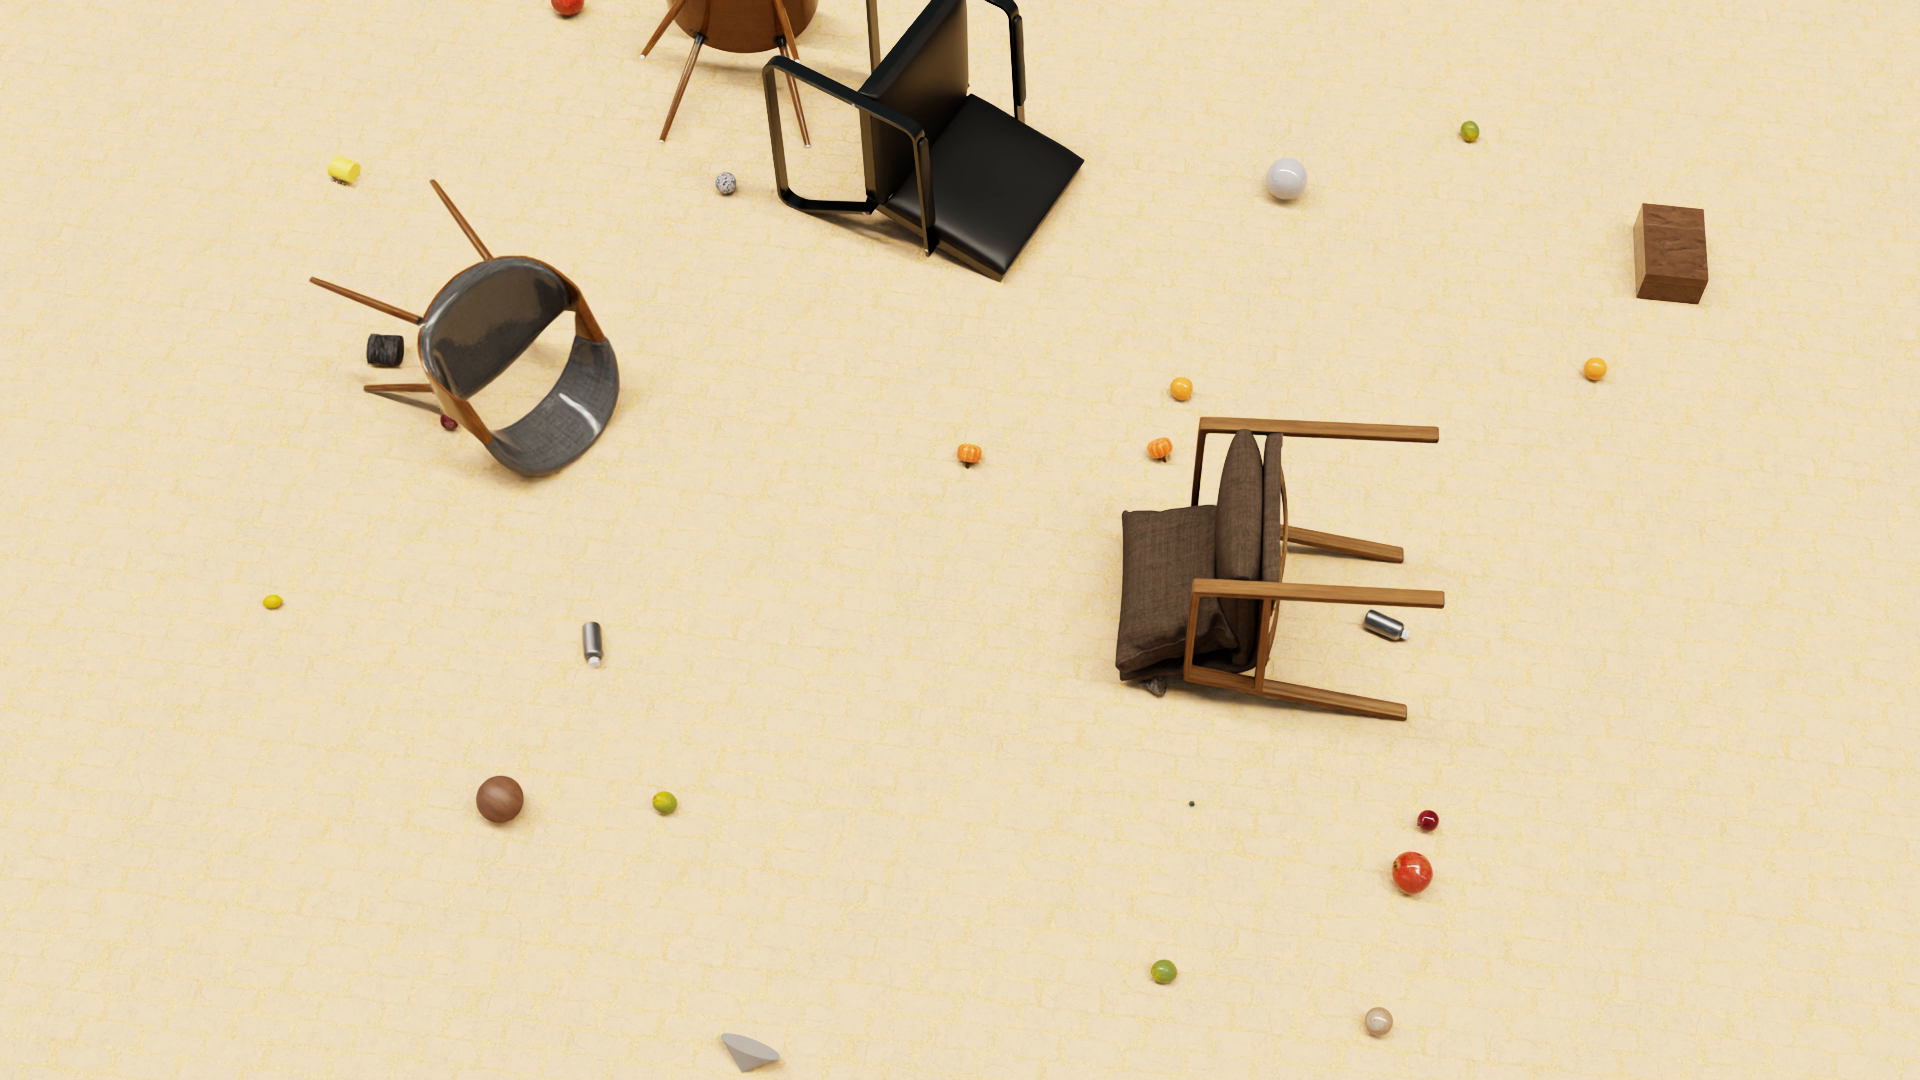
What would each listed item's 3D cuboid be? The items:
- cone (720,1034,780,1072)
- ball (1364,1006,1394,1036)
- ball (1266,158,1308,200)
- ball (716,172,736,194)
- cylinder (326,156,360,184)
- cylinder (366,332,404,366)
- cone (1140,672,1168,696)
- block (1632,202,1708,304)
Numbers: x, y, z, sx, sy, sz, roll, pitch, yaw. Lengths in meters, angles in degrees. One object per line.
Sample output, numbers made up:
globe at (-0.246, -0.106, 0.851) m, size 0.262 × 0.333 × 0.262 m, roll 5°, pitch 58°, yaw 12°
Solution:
cone at (-0.549, 1.336, 5.650) m, size 0.168 × 0.114 × 0.074 m, roll 19°, pitch 96°, yaw 18°
ball at (1.085, 1.246, 5.693) m, size 0.074 × 0.074 × 0.074 m, roll 0°, pitch 56°, yaw 0°
ball at (1.084, -1.199, 7.295) m, size 0.139 × 0.139 × 0.139 m, roll 0°, pitch 56°, yaw 0°
ball at (-0.780, -1.191, 7.330) m, size 0.071 × 0.071 × 0.071 m, roll 0°, pitch 56°, yaw 0°
cylinder at (-2.067, -1.243, 7.373) m, size 0.080 × 0.057 × 0.078 m, roll 22°, pitch 62°, yaw 14°
cylinder at (-1.811, -0.601, 6.930) m, size 0.096 × 0.075 × 0.096 m, roll -8°, pitch 83°, yaw 11°
cone at (0.542, 0.410, 6.280) m, size 0.076 × 0.067 × 0.070 m, roll -1°, pitch 76°, yaw 31°
block at (2.301, -0.928, 7.124) m, size 0.198 × 0.120 × 0.306 m, roll 6°, pitch 56°, yaw 4°
